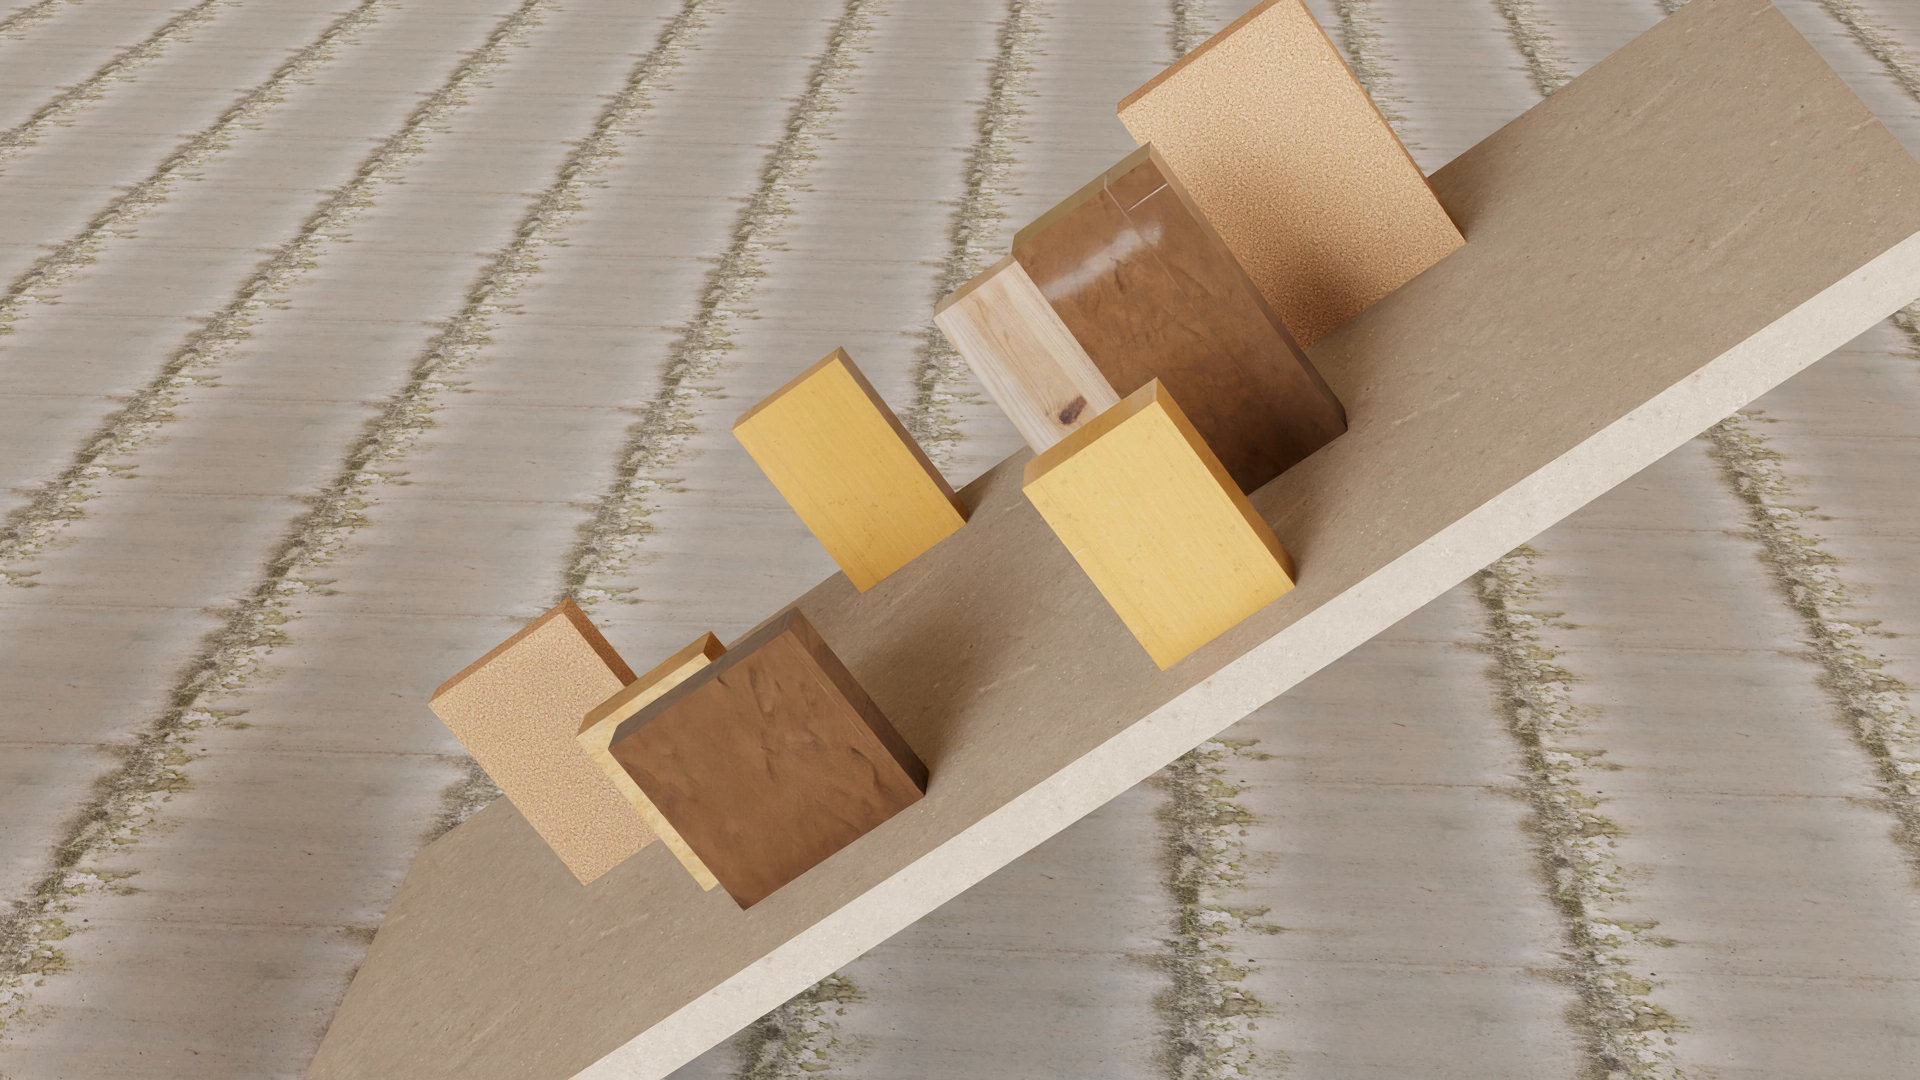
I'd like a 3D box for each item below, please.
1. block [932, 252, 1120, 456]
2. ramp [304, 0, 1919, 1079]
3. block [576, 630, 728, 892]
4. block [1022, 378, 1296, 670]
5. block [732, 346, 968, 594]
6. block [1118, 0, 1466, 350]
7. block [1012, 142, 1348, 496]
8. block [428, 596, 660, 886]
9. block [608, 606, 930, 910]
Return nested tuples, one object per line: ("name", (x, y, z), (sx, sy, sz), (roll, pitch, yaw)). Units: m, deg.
("block", (0.199, -0.401, 6.691), (0.272, 0.498, 0.111), (-34, 16, 16))
("ramp", (0.132, 0.177, 6.316), (4.000, 0.100, 2.000), (-34, 16, 16))
("block", (-0.511, 0.451, 5.979), (0.329, 0.426, 0.109), (-34, 16, 16))
("block", (0.364, -0.027, 5.366), (0.295, 0.438, 0.129), (-34, 16, 16))
("block", (-0.259, -0.164, 7.018), (0.316, 0.510, 0.090), (-34, 16, 16))
("block", (0.715, -0.792, 6.340), (0.447, 0.665, 0.106), (-34, 16, 16))
("block", (0.439, -0.413, 5.841), (0.330, 0.682, 0.130), (-34, 16, 16))
("block", (-0.846, 0.449, 6.505), (0.386, 0.547, 0.087), (-34, 16, 16))
("block", (-0.370, 0.429, 5.721), (0.446, 0.430, 0.110), (-34, 16, 16))
